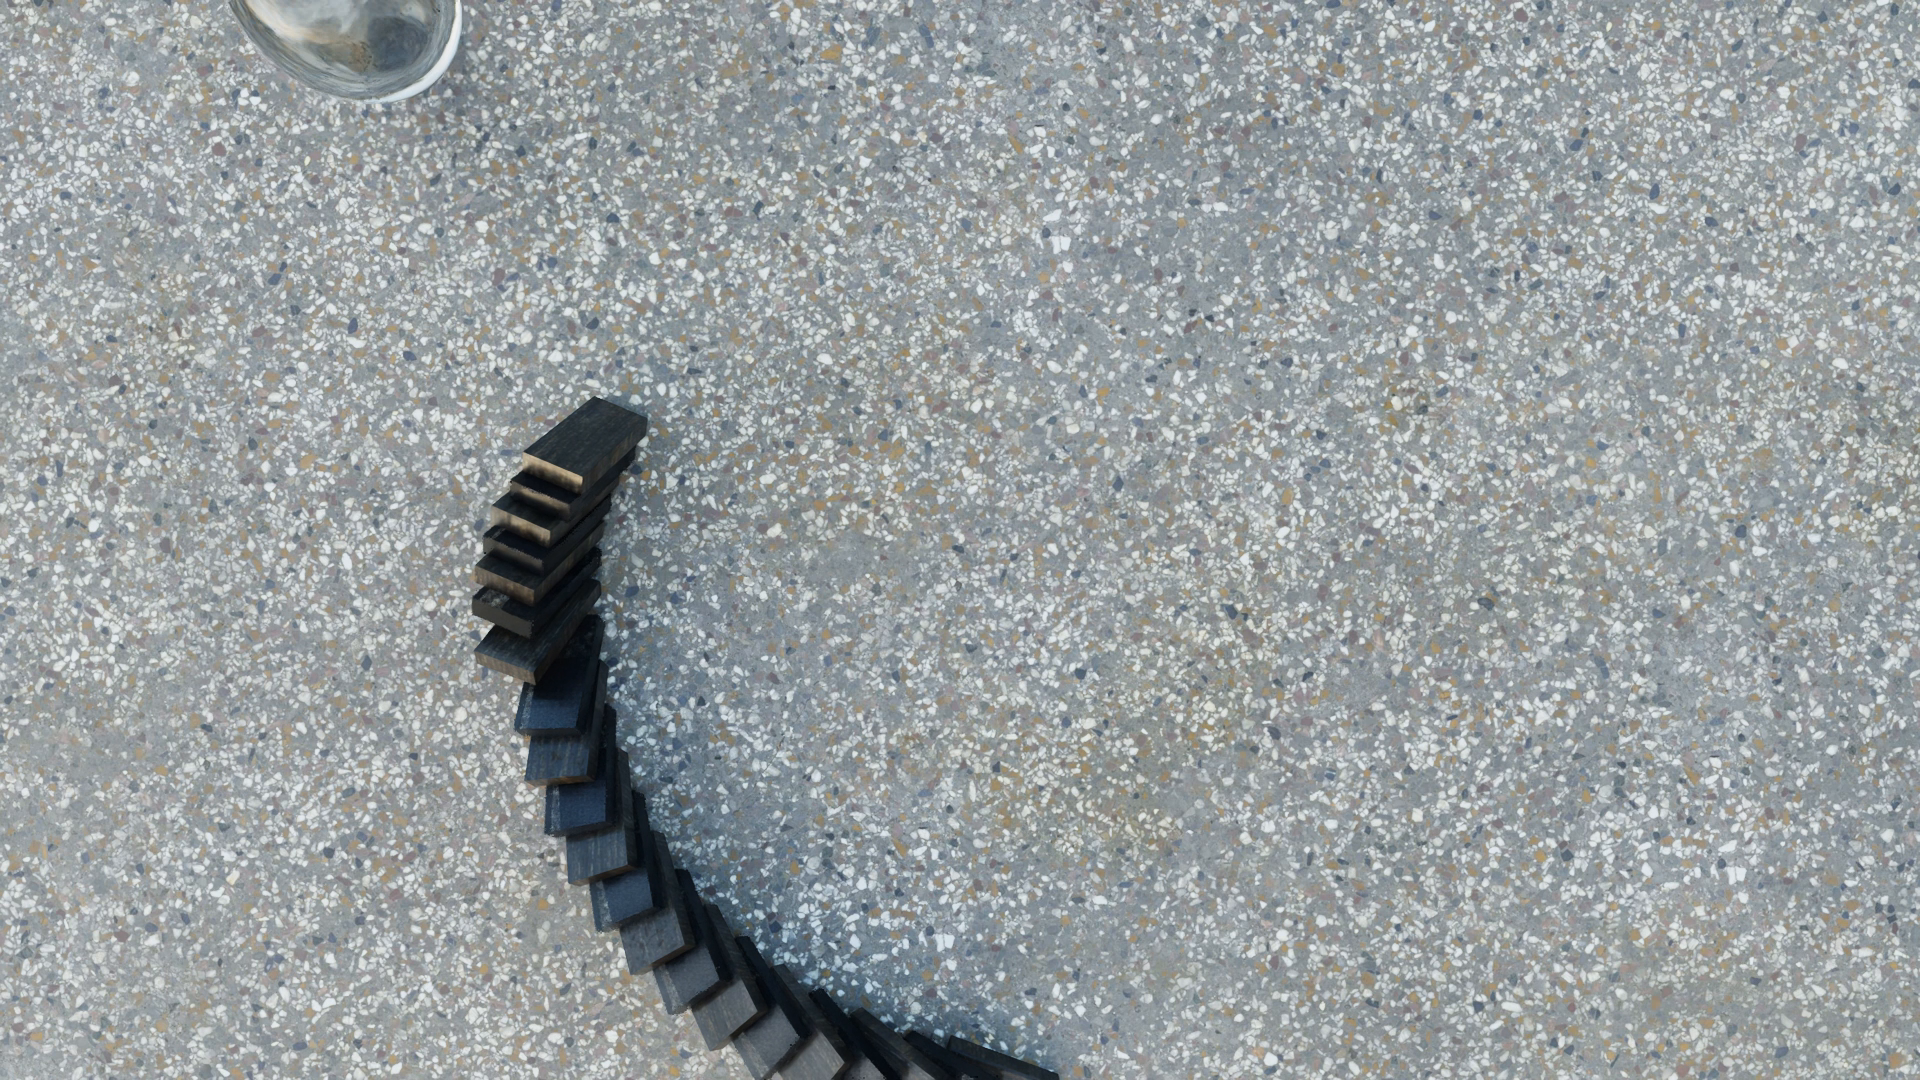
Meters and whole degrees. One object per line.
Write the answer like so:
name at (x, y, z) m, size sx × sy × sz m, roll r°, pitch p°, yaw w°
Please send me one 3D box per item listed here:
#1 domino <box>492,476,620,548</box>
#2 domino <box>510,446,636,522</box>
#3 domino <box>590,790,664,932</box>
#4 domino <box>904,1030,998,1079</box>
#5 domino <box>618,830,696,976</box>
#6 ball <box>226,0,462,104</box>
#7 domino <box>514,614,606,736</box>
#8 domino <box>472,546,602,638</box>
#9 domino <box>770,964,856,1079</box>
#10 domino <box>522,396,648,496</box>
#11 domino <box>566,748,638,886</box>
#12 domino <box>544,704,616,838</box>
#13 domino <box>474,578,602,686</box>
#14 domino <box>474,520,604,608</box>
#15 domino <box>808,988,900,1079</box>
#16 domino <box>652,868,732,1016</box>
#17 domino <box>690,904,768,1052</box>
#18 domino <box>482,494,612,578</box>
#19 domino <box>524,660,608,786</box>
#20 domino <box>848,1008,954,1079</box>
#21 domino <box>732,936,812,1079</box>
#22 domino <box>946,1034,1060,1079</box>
domino at (-0.165, -0.019, 0.377) m, size 0.025 × 0.050 × 0.009 m, roll 24°, pitch 127°, yaw 1°
domino at (-0.158, -0.029, 0.377) m, size 0.025 × 0.050 × 0.010 m, roll 23°, pitch 127°, yaw 0°
domino at (-0.142, 0.134, 0.384) m, size 0.025 × 0.009 × 0.050 m, roll -23°, pitch 61°, yaw 0°
domino at (-0.004, 0.231, 0.383) m, size 0.050 × 0.010 × 0.025 m, roll 16°, pitch 88°, yaw 26°
domino at (-0.131, 0.151, 0.384) m, size 0.025 × 0.009 × 0.050 m, roll -29°, pitch 61°, yaw 0°
ball at (-0.241, -0.216, 0.360) m, size 0.080 × 0.080 × 0.080 m, roll 0°, pitch 90°, yaw 0°
domino at (-0.167, 0.056, 0.383) m, size 0.025 × 0.009 × 0.050 m, roll -1°, pitch 60°, yaw 0°
domino at (-0.173, 0.017, 0.377) m, size 0.025 × 0.050 × 0.009 m, roll 23°, pitch 127°, yaw 0°
domino at (-0.069, 0.207, 0.384) m, size 0.050 × 0.010 × 0.025 m, roll 39°, pitch 90°, yaw 29°
domino at (-0.153, -0.040, 0.377) m, size 0.025 × 0.050 × 0.009 m, roll 23°, pitch 127°, yaw 0°
domino at (-0.151, 0.115, 0.384) m, size 0.025 × 0.010 × 0.050 m, roll -17°, pitch 61°, yaw 0°
domino at (-0.158, 0.096, 0.384) m, size 0.025 × 0.010 × 0.050 m, roll -12°, pitch 61°, yaw 0°
domino at (-0.174, 0.034, 0.379) m, size 0.025 × 0.009 × 0.050 m, roll 20°, pitch 47°, yaw 0°
domino at (-0.172, 0.004, 0.377) m, size 0.025 × 0.050 × 0.009 m, roll 23°, pitch 127°, yaw 0°
domino at (-0.051, 0.217, 0.384) m, size 0.050 × 0.010 × 0.025 m, roll 35°, pitch 90°, yaw 29°
domino at (-0.118, 0.167, 0.384) m, size 0.025 × 0.010 × 0.050 m, roll -35°, pitch 61°, yaw 0°
domino at (-0.103, 0.182, 0.384) m, size 0.025 × 0.009 × 0.050 m, roll -40°, pitch 61°, yaw 0°
domino at (-0.169, -0.007, 0.377) m, size 0.025 × 0.050 × 0.009 m, roll 23°, pitch 127°, yaw 0°
domino at (-0.164, 0.076, 0.384) m, size 0.025 × 0.010 × 0.050 m, roll -5°, pitch 60°, yaw 0°
domino at (-0.030, 0.224, 0.385) m, size 0.050 × 0.009 × 0.025 m, roll 25°, pitch 90°, yaw 26°
domino at (-0.087, 0.195, 0.384) m, size 0.025 × 0.010 × 0.050 m, roll -46°, pitch 61°, yaw 0°
domino at (0.015, 0.236, 0.395) m, size 0.050 × 0.009 × 0.025 m, roll 20°, pitch 90°, yaw 0°
